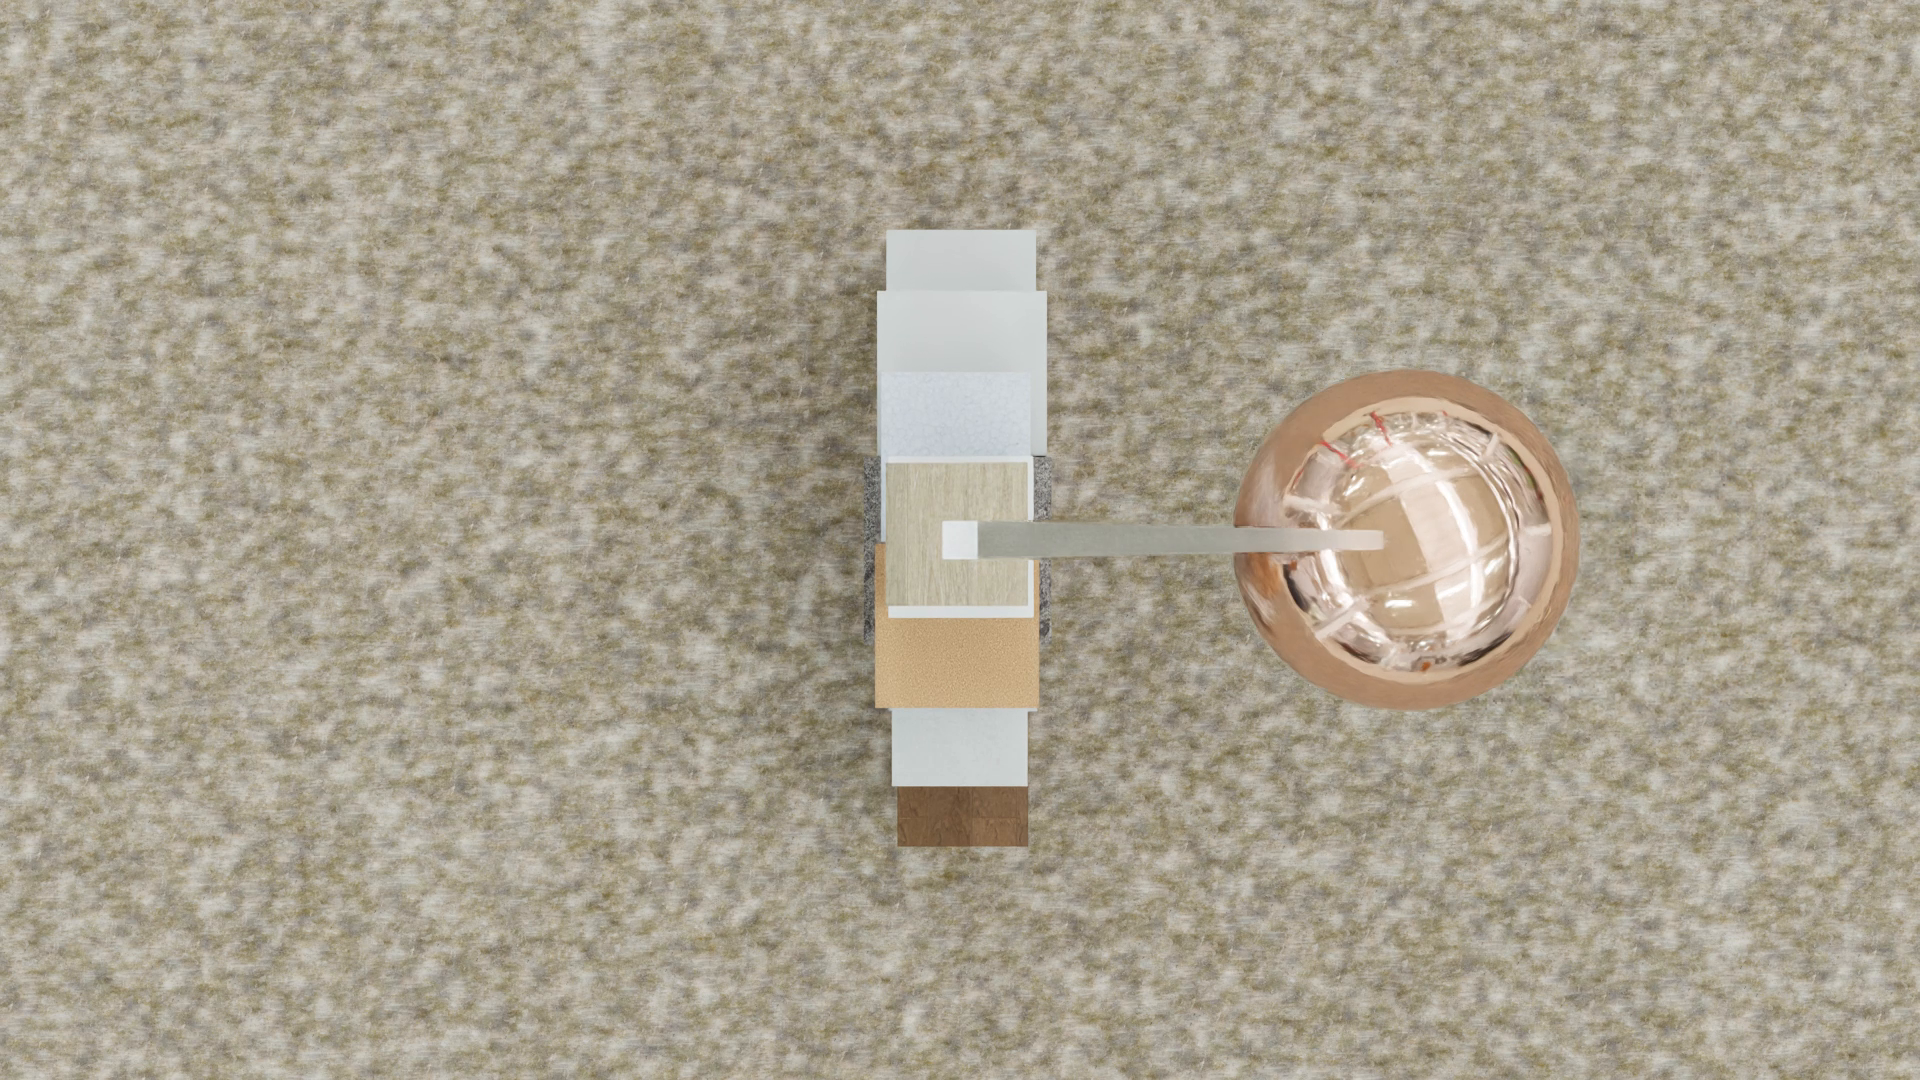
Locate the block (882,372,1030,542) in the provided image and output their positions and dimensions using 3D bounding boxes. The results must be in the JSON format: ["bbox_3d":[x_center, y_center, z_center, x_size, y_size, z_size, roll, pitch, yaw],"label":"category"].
[{"bbox_3d":[-0.019,-0.392,10.743,0.703,0.786,0.799,0,90,0],"label":"block"}]

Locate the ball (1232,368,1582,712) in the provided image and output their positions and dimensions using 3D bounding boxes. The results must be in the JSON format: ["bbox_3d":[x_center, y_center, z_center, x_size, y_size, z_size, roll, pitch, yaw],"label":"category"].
[{"bbox_3d":[2.074,0.000,10.285,1.600,1.600,1.600,0,90,0],"label":"ball"}]

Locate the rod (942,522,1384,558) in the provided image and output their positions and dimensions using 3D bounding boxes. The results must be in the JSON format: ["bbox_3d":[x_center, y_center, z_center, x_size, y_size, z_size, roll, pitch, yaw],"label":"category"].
[{"bbox_3d":[0.899,0.000,7.095,0.080,5.200,0.080,0,90,20],"label":"rod"}]

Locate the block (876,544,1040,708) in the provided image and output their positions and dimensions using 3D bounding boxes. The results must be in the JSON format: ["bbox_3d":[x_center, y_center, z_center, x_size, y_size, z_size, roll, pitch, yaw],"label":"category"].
[{"bbox_3d":[-0.013,0.404,10.739,0.772,0.793,0.773,0,90,0],"label":"block"}]

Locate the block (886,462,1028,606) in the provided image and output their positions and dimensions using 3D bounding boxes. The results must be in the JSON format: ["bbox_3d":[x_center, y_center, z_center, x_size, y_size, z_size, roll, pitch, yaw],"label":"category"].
[{"bbox_3d":[-0.013,-0.019,9.351,0.588,0.516,0.594,0,89,0],"label":"block"}]

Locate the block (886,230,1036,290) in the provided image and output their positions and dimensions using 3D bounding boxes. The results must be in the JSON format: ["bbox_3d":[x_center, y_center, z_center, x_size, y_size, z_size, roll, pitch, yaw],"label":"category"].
[{"bbox_3d":[0.007,-1.323,12.584,0.826,0.831,0.785,0,90,0],"label":"block"}]

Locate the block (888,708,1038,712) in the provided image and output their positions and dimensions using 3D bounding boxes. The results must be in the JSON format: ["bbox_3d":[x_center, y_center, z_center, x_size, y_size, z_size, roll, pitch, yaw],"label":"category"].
[{"bbox_3d":[0.014,0.474,12.536,0.820,0.928,0.934,0,90,0],"label":"block"}]

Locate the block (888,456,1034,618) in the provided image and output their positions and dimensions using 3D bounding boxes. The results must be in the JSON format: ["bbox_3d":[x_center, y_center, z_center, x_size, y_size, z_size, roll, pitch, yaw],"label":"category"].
[{"bbox_3d":[0.004,-0.007,9.976,0.633,0.735,0.704,0,89,0],"label":"block"}]

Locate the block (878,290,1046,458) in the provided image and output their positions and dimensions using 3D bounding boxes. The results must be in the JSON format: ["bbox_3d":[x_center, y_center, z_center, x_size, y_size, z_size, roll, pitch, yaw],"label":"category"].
[{"bbox_3d":[0.010,-0.848,11.642,0.862,0.921,0.837,0,90,0],"label":"block"}]

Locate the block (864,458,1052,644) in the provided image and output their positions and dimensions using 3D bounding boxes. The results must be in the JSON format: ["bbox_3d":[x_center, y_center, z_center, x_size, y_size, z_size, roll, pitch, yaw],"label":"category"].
[{"bbox_3d":[-0.012,0.055,11.604,0.950,0.936,0.951,0,90,0],"label":"block"}]

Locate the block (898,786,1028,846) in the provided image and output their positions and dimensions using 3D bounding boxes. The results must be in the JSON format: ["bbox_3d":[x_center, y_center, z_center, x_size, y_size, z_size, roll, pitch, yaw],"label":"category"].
[{"bbox_3d":[0.015,1.333,12.652,0.733,0.695,0.766,0,90,0],"label":"block"}]

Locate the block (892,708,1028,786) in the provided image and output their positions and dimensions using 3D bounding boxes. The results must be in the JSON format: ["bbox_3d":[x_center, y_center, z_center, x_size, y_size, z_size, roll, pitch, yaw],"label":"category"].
[{"bbox_3d":[-0.001,0.905,11.699,0.699,0.746,0.726,0,90,0],"label":"block"}]
